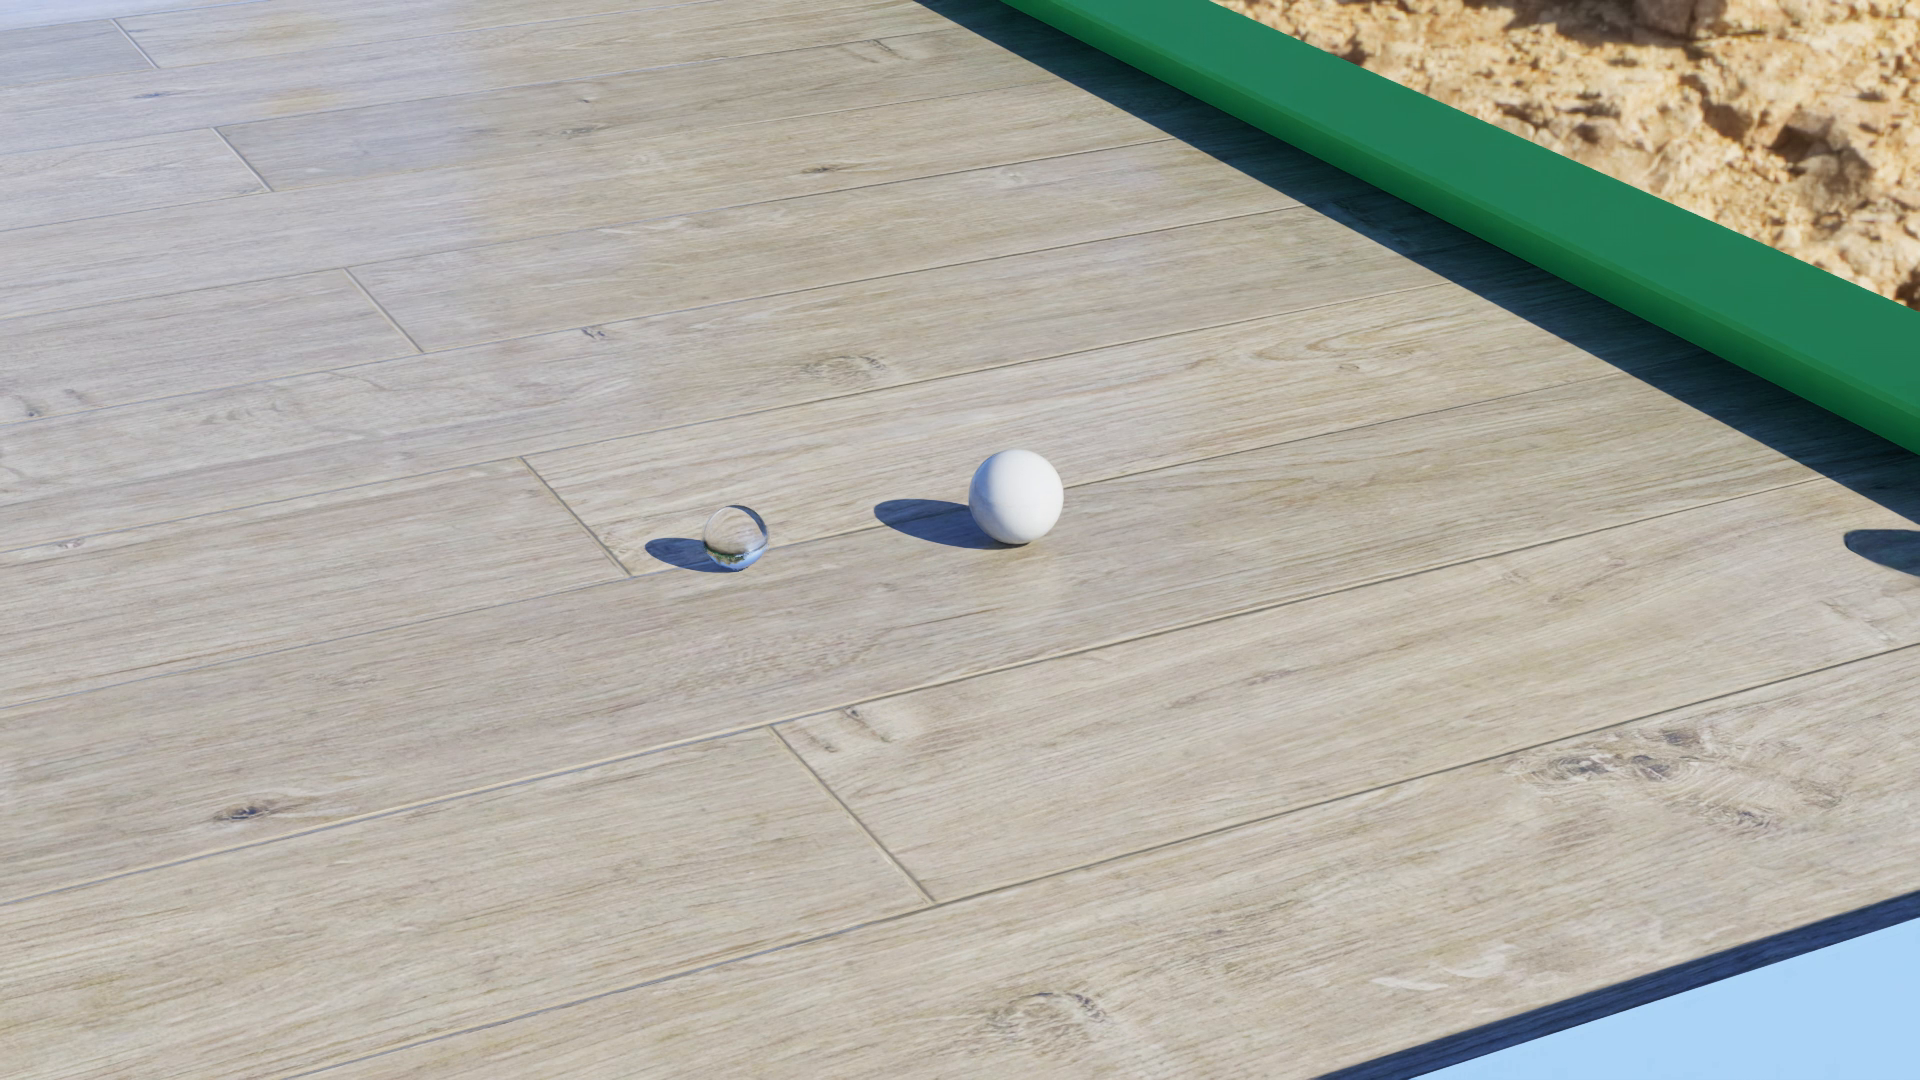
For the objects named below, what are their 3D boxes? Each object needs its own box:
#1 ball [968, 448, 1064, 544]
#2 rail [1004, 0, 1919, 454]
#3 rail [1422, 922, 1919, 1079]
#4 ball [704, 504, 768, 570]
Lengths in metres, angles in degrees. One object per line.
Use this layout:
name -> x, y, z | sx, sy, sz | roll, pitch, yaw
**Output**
ball -> 0.041, -0.032, 2.181 | 0.071, 0.071, 0.071 | 0, 25, 0
rail -> 0.331, -0.462, 3.057 | 0.045, 0.112, 3.154 | -12, 27, -24
rail -> 0.343, 0.267, 1.486 | 1.580, 0.112, 0.045 | -12, 27, -24
ball -> -0.164, -0.002, 2.145 | 0.047, 0.047, 0.047 | 0, 25, 0
